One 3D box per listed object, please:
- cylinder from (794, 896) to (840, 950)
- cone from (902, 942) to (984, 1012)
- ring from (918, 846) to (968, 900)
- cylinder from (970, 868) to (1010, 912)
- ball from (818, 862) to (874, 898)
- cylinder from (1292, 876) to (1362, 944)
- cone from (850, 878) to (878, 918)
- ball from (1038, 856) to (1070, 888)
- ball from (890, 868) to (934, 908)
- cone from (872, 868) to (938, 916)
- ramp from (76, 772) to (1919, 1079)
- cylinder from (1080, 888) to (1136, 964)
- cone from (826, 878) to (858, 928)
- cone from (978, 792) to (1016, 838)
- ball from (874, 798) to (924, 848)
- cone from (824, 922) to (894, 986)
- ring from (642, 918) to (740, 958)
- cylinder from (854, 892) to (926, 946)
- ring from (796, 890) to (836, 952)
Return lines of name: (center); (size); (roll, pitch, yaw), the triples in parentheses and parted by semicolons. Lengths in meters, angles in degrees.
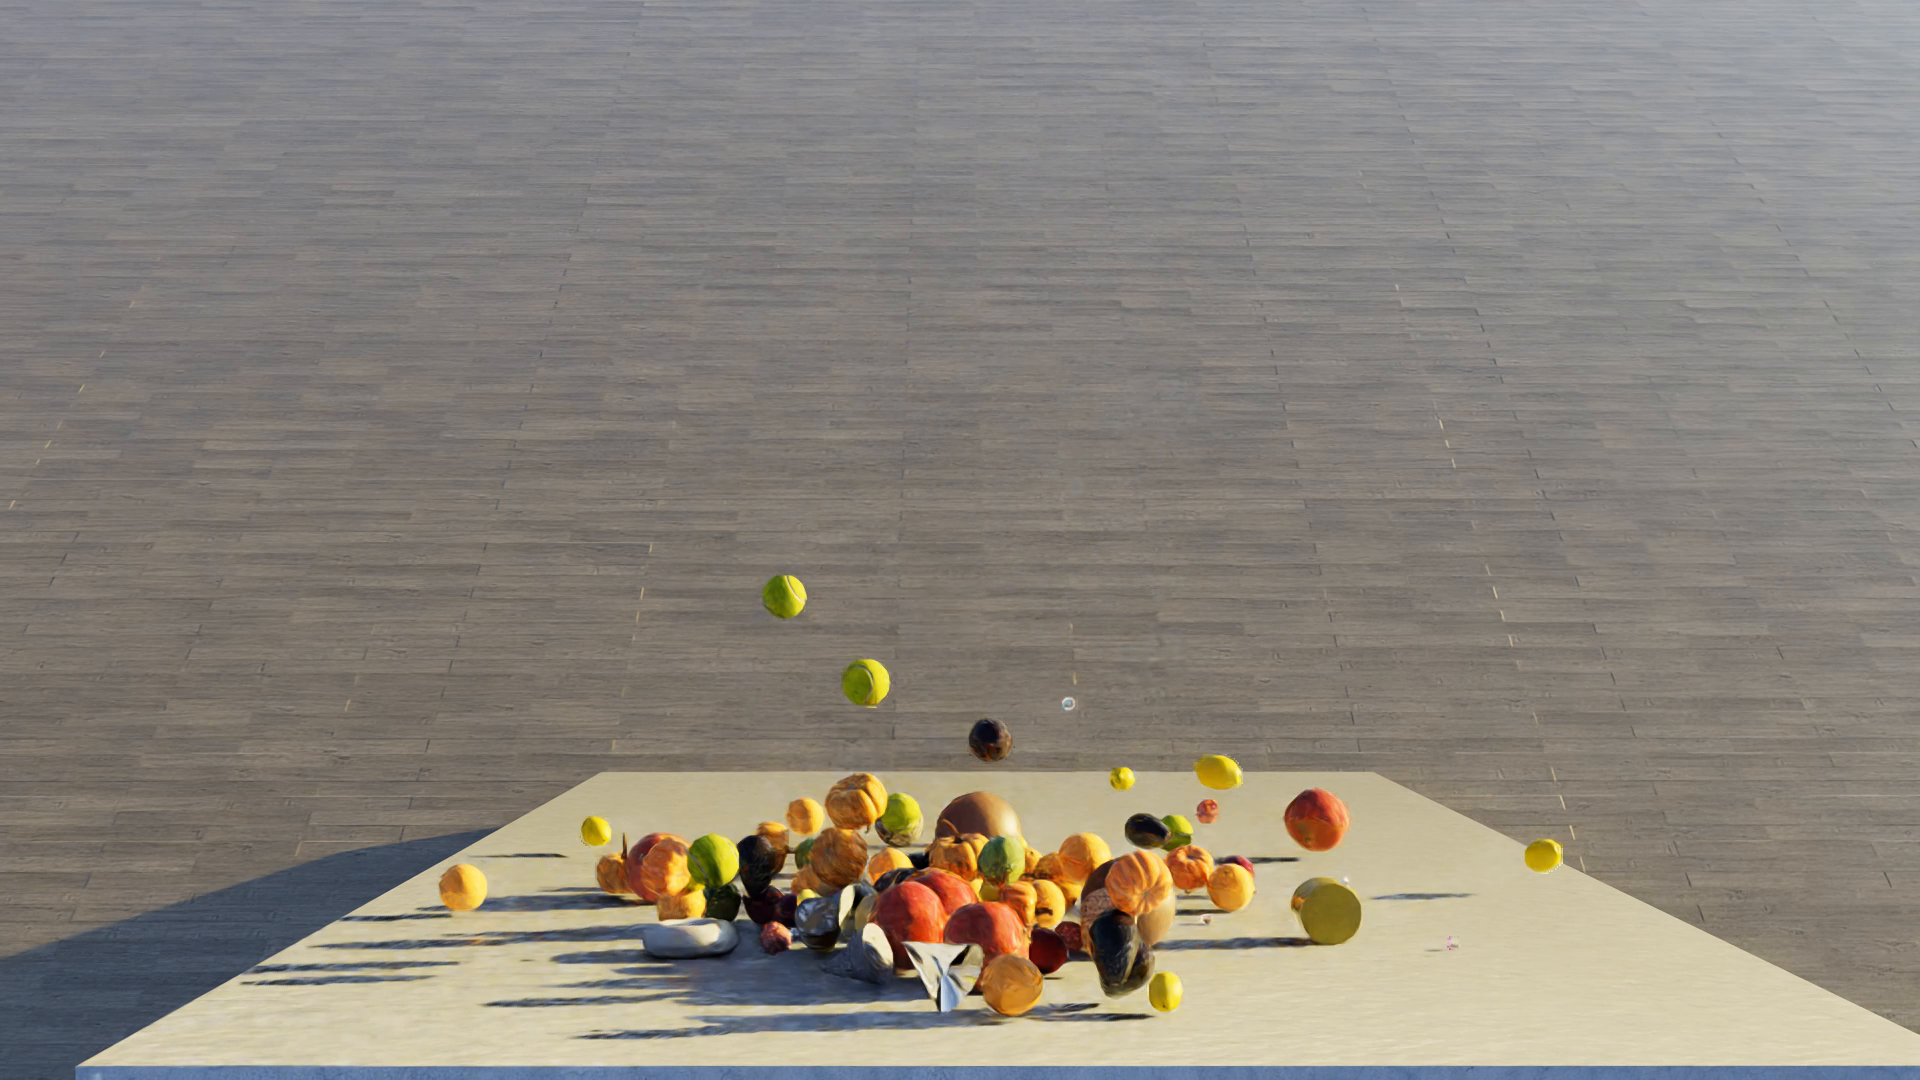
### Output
cylinder: (-0.183, 0.492, 3.323); (0.053, 0.053, 0.053); (-2, 60, 3)
cone: (-0.035, 0.495, 3.057); (0.090, 0.090, 0.090); (27, 41, 29)
ring: (-0.028, 0.528, 4.100); (0.086, 0.029, 0.086); (-7, 71, 20)
cylinder: (0.045, 0.531, 3.937); (0.057, 0.057, 0.057); (-2, 70, 5)
ball: (-0.170, 0.524, 3.865); (0.085, 0.085, 0.085); (0, 32, 0)
cylinder: (0.514, 0.521, 3.642); (0.085, 0.085, 0.085); (-1, -1, -2)
cone: (-0.115, 0.507, 3.604); (0.057, 0.057, 0.057); (18, 35, 11)
ball: (0.154, 0.545, 4.257); (0.052, 0.052, 0.052); (0, 32, 0)
ball: (-0.068, 0.502, 3.725); (0.062, 0.062, 0.062); (0, 32, 0)
cone: (-0.082, 0.543, 3.758); (0.097, 0.097, 0.097); (0, 26, 0)
ramp: (0.071, 0.626, 4.718); (2.000, 0.100, 4.000); (0, -1, 0)
cylinder: (0.190, 0.494, 3.319); (0.071, 0.071, 0.071); (-2, 55, 3)
cone: (-0.185, 0.524, 3.673); (0.074, 0.074, 0.074); (-21, 24, 25)
cone: (0.060, 0.512, 4.924); (0.078, 0.078, 0.078); (-13, 24, 6)
ball: (-0.114, 0.532, 4.879); (0.093, 0.093, 0.093); (0, 32, 0)
cone: (-0.137, 0.530, 3.243); (0.082, 0.082, 0.082); (-20, 26, 20)
ring: (-0.364, 0.540, 3.512); (0.132, 0.044, 0.132); (-1, -2, 0)
cylinder: (-0.096, 0.518, 3.544); (0.072, 0.072, 0.072); (19, 4, 28)
ring: (-0.195, 0.518, 3.524); (0.030, 0.091, 0.091); (-23, 32, 6)
